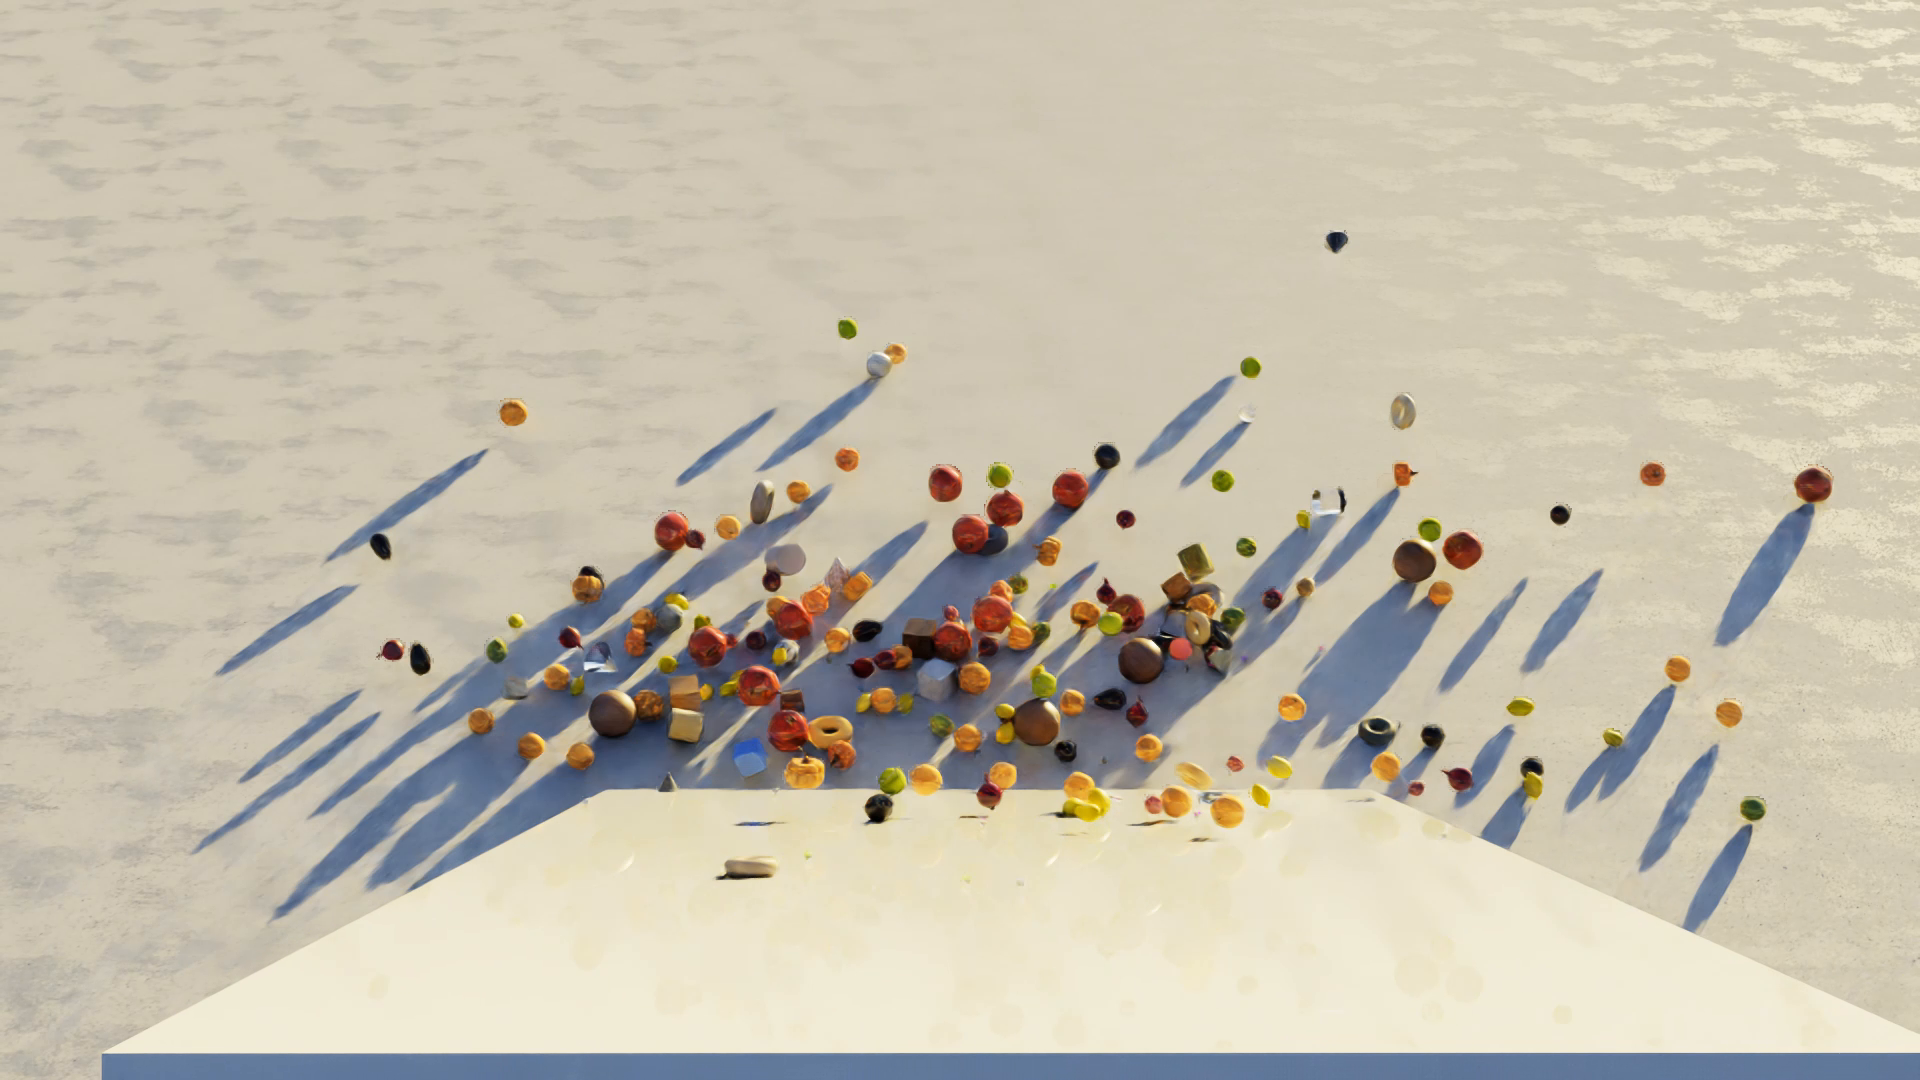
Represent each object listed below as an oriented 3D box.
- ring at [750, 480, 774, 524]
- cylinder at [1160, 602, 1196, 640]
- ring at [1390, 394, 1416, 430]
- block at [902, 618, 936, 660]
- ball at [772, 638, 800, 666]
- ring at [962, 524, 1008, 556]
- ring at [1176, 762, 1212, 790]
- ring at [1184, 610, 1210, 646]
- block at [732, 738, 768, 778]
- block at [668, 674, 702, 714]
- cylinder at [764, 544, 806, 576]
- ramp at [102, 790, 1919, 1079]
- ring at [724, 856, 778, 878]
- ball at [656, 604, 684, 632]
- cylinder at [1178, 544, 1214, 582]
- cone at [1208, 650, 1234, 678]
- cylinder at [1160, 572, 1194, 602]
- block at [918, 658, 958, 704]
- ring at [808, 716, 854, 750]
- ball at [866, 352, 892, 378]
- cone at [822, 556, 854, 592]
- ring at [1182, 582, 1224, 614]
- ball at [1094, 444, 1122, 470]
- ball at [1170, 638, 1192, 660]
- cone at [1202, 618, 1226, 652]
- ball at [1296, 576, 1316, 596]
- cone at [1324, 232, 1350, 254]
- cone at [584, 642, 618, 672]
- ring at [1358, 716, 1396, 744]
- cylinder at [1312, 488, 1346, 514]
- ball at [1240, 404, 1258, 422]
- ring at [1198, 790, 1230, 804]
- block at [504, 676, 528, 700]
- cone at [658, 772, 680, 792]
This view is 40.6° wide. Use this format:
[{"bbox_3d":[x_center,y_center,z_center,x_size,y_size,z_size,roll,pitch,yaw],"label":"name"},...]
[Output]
[{"bbox_3d":[-0.607,-0.116,7.955,0.046,0.139,0.139,14,36,8],"label":"ring"},{"bbox_3d":[0.627,0.238,7.451,0.088,0.088,0.088,15,16,-4],"label":"cylinder"},{"bbox_3d":[1.408,-0.408,8.249,0.037,0.112,0.112,-2,32,-27],"label":"ring"},{"bbox_3d":[-0.115,0.281,7.417,0.081,0.081,0.081,7,35,10],"label":"block"},{"bbox_3d":[-0.495,0.318,7.366,0.076,0.076,0.076,0,34,0],"label":"ball"},{"bbox_3d":[0.079,-0.003,7.869,0.141,0.047,0.141,-1,33,0],"label":"ring"},{"bbox_3d":[0.560,0.565,6.206,0.095,0.095,0.032,24,67,31],"label":"ring"},{"bbox_3d":[0.673,0.250,7.349,0.033,0.099,0.099,-5,32,-32],"label":"ring"},{"bbox_3d":[-0.562,0.583,6.959,0.066,0.066,0.066,-20,29,13],"label":"block"},{"bbox_3d":[-0.763,0.433,7.192,0.080,0.080,0.080,-6,34,-9],"label":"block"},{"bbox_3d":[-0.516,0.057,7.668,0.094,0.094,0.094,-18,6,-25],"label":"cylinder"},{"bbox_3d":[0.075,0.652,4.793,2.000,0.100,4.000,0,-1,0],"label":"ramp"},{"bbox_3d":[-0.372,0.582,4.626,0.098,0.033,0.098,-1,-1,0],"label":"ring"},{"bbox_3d":[-0.838,0.224,7.502,0.082,0.082,0.082,0,34,0],"label":"ball"},{"bbox_3d":[0.700,0.066,7.701,0.085,0.085,0.085,-16,72,-23],"label":"cylinder"},{"bbox_3d":[0.738,0.356,7.275,0.074,0.074,0.074,-7,68,-10],"label":"cone"},{"bbox_3d":[0.635,0.141,7.594,0.070,0.070,0.070,-35,41,-4],"label":"cylinder"},{"bbox_3d":[-0.063,0.392,7.253,0.080,0.080,0.080,22,40,29],"label":"block"},{"bbox_3d":[-0.355,0.525,7.091,0.126,0.042,0.126,-1,34,1],"label":"ring"},{"bbox_3d":[-0.272,-0.586,8.697,0.087,0.087,0.087,0,34,0],"label":"ball"},{"bbox_3d":[-0.364,0.086,7.692,0.098,0.098,0.098,0,34,0],"label":"cone"},{"bbox_3d":[0.714,0.170,7.616,0.122,0.041,0.122,-4,36,3],"label":"ring"},{"bbox_3d":[0.468,-0.265,8.225,0.084,0.084,0.084,0,34,0],"label":"ball"},{"bbox_3d":[0.625,0.309,7.355,0.066,0.066,0.066,0,34,0],"label":"ball"},{"bbox_3d":[0.710,0.287,7.444,0.092,0.092,0.092,10,62,15],"label":"cone"},{"bbox_3d":[1.020,0.136,7.655,0.055,0.055,0.055,0,34,0],"label":"ball"},{"bbox_3d":[1.331,-1.031,9.184,0.089,0.089,0.089,5,37,8],"label":"cone"},{"bbox_3d":[-0.987,0.351,7.280,0.095,0.095,0.095,-21,49,26],"label":"cone"},{"bbox_3d":[1.141,0.522,7.103,0.104,0.035,0.104,-1,34,1],"label":"ring"},{"bbox_3d":[1.138,-0.118,8.005,0.078,0.078,0.078,-3,34,-12],"label":"cylinder"},{"bbox_3d":[0.940,-0.414,8.467,0.060,0.060,0.060,0,34,0],"label":"ball"},{"bbox_3d":[0.620,0.628,6.346,0.082,0.027,0.082,1,-1,0],"label":"ring"},{"bbox_3d":[-1.235,0.412,7.206,0.052,0.052,0.052,6,72,-25],"label":"block"},{"bbox_3d":[-0.756,0.624,6.731,0.054,0.054,0.054,0,-1,0],"label":"cone"}]
